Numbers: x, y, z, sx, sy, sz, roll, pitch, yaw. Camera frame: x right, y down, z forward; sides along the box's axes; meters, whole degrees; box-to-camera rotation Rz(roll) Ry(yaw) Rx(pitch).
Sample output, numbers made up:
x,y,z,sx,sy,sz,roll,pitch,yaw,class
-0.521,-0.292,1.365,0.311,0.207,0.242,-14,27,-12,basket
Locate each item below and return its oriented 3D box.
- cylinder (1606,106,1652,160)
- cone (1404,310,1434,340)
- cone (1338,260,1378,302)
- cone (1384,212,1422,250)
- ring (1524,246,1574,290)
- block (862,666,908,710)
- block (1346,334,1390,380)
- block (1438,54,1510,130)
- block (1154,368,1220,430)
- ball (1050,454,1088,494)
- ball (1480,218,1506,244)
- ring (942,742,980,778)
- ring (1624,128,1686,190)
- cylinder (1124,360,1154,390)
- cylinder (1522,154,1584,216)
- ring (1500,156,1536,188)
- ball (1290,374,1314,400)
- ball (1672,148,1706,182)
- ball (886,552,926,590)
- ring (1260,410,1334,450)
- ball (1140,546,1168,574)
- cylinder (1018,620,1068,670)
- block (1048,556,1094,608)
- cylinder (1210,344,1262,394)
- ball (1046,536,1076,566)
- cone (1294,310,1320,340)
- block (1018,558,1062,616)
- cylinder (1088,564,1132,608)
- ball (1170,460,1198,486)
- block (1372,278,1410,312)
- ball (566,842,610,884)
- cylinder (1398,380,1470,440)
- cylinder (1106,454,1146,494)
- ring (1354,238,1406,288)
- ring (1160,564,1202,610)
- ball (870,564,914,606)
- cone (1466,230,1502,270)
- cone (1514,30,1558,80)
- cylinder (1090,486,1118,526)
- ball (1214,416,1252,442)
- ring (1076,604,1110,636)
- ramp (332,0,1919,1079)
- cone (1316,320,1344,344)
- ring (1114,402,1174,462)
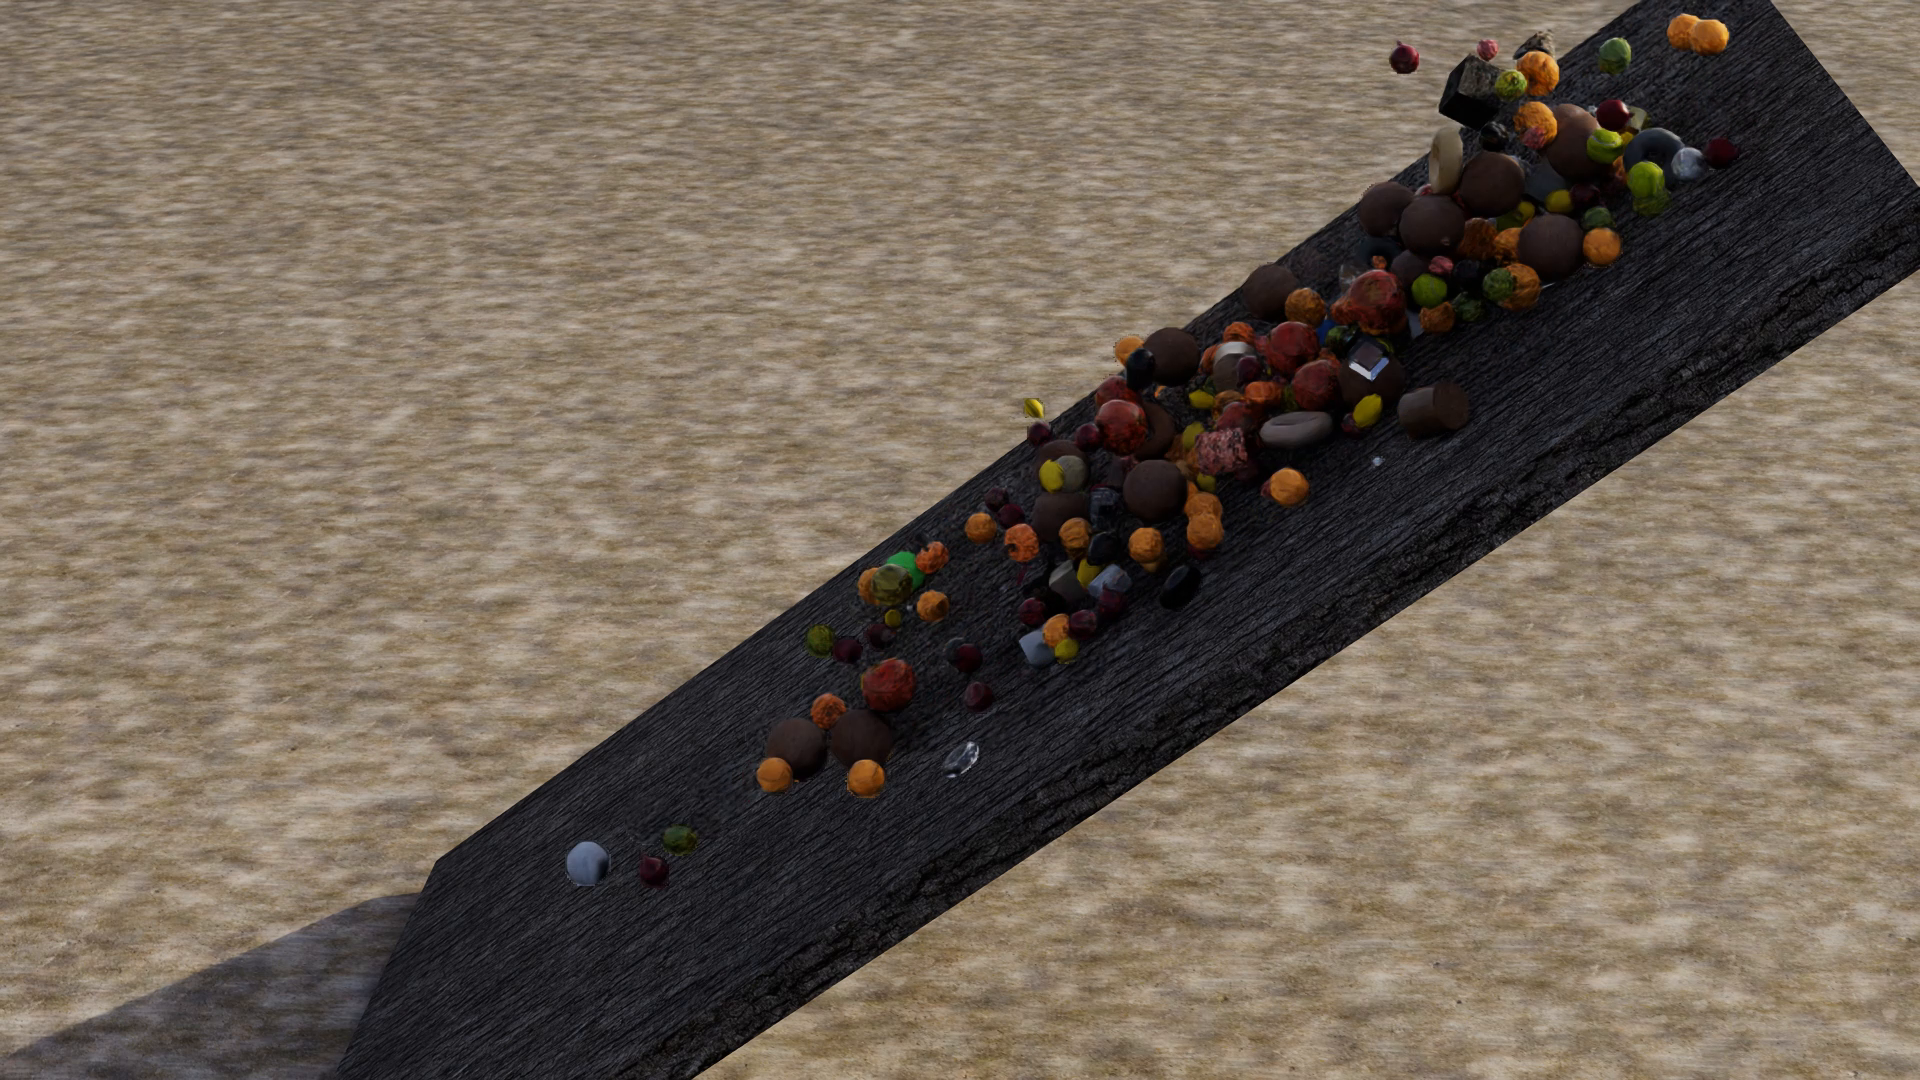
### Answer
x,y,z,sx,sy,sz,roll,pitch,yaw,class
1.343,-0.817,5.904,0.079,0.079,0.079,8,40,18,cylinder
0.912,-0.444,5.914,0.056,0.056,0.056,-43,6,6,cone
0.825,-0.537,5.960,0.086,0.086,0.086,17,31,33,cone
0.906,-0.638,6.109,0.078,0.078,0.078,-18,10,-36,cone
1.135,-0.524,5.670,0.107,0.036,0.107,-34,21,15,ring
-0.160,0.316,6.264,0.067,0.067,0.067,34,-6,-5,block
0.763,-0.342,5.502,0.054,0.054,0.054,36,78,25,block
1.025,-0.893,5.873,0.092,0.092,0.092,23,67,-8,block
0.499,-0.312,6.472,0.086,0.086,0.086,-19,26,53,block
0.229,-0.138,6.170,0.081,0.081,0.081,0,23,0,ball
1.083,-0.628,5.975,0.054,0.054,0.054,0,23,0,ball
0.002,0.426,5.709,0.087,0.029,0.087,-38,16,13,ring
1.329,-0.728,5.623,0.120,0.120,0.040,5,20,12,ring
0.412,-0.382,6.781,0.056,0.056,0.056,-7,18,-16,cylinder
1.192,-0.714,5.915,0.090,0.090,0.090,32,6,-4,cylinder
1.151,-0.755,6.040,0.093,0.031,0.093,34,-7,5,ring
0.705,-0.315,6.069,0.051,0.051,0.051,0,23,0,ball
1.378,-0.709,5.559,0.066,0.066,0.066,0,23,0,ball
-0.128,0.074,6.846,0.096,0.096,0.096,0,23,0,ball
0.665,-0.217,5.802,0.148,0.049,0.148,-11,16,3,ring
0.386,0.041,5.827,0.055,0.055,0.055,0,23,0,ball
0.165,0.208,5.826,0.070,0.070,0.070,-35,22,9,cylinder
0.230,0.085,6.045,0.064,0.064,0.064,-36,16,19,block
0.591,-0.366,6.297,0.099,0.099,0.099,0,9,-1,cylinder
0.208,0.023,6.088,0.061,0.061,0.061,0,23,0,ball
0.740,-0.456,6.361,0.061,0.061,0.061,13,71,28,cone
0.180,0.094,6.115,0.074,0.074,0.074,-33,17,31,block
0.299,0.091,5.873,0.063,0.063,0.063,24,62,43,cylinder
0.468,-0.140,6.125,0.058,0.058,0.058,0,23,0,ball
0.892,-0.518,6.112,0.061,0.061,0.061,-18,19,1,block
-0.849,0.736,6.704,0.098,0.098,0.098,0,23,0,ball
0.869,-0.239,5.399,0.093,0.093,0.093,-18,0,-36,cylinder
0.356,-0.141,6.301,0.071,0.071,0.071,15,-4,1,cylinder
0.864,-0.571,6.058,0.110,0.110,0.037,-4,-11,-10,ring
0.416,0.089,5.561,0.034,0.101,0.101,39,40,24,ring
-0.141,0.094,6.130,0.090,0.090,0.090,0,23,0,ball
1.053,-0.604,6.002,0.078,0.078,0.078,-36,16,12,cone
1.178,-0.960,5.914,0.092,0.092,0.092,-18,69,-36,cone
0.301,-0.070,6.160,0.059,0.059,0.059,-1,45,1,cylinder
0.562,-0.214,6.068,0.081,0.081,0.081,0,23,0,ball
0.265,0.160,5.828,0.080,0.027,0.080,-42,10,9,ring
0.124,0.183,6.333,4.000,0.100,2.000,-35,16,17,ramp
0.772,-0.450,6.180,0.060,0.060,0.060,-6,64,12,cone
0.386,-0.226,6.170,0.128,0.128,0.043,2,-10,5,ring
